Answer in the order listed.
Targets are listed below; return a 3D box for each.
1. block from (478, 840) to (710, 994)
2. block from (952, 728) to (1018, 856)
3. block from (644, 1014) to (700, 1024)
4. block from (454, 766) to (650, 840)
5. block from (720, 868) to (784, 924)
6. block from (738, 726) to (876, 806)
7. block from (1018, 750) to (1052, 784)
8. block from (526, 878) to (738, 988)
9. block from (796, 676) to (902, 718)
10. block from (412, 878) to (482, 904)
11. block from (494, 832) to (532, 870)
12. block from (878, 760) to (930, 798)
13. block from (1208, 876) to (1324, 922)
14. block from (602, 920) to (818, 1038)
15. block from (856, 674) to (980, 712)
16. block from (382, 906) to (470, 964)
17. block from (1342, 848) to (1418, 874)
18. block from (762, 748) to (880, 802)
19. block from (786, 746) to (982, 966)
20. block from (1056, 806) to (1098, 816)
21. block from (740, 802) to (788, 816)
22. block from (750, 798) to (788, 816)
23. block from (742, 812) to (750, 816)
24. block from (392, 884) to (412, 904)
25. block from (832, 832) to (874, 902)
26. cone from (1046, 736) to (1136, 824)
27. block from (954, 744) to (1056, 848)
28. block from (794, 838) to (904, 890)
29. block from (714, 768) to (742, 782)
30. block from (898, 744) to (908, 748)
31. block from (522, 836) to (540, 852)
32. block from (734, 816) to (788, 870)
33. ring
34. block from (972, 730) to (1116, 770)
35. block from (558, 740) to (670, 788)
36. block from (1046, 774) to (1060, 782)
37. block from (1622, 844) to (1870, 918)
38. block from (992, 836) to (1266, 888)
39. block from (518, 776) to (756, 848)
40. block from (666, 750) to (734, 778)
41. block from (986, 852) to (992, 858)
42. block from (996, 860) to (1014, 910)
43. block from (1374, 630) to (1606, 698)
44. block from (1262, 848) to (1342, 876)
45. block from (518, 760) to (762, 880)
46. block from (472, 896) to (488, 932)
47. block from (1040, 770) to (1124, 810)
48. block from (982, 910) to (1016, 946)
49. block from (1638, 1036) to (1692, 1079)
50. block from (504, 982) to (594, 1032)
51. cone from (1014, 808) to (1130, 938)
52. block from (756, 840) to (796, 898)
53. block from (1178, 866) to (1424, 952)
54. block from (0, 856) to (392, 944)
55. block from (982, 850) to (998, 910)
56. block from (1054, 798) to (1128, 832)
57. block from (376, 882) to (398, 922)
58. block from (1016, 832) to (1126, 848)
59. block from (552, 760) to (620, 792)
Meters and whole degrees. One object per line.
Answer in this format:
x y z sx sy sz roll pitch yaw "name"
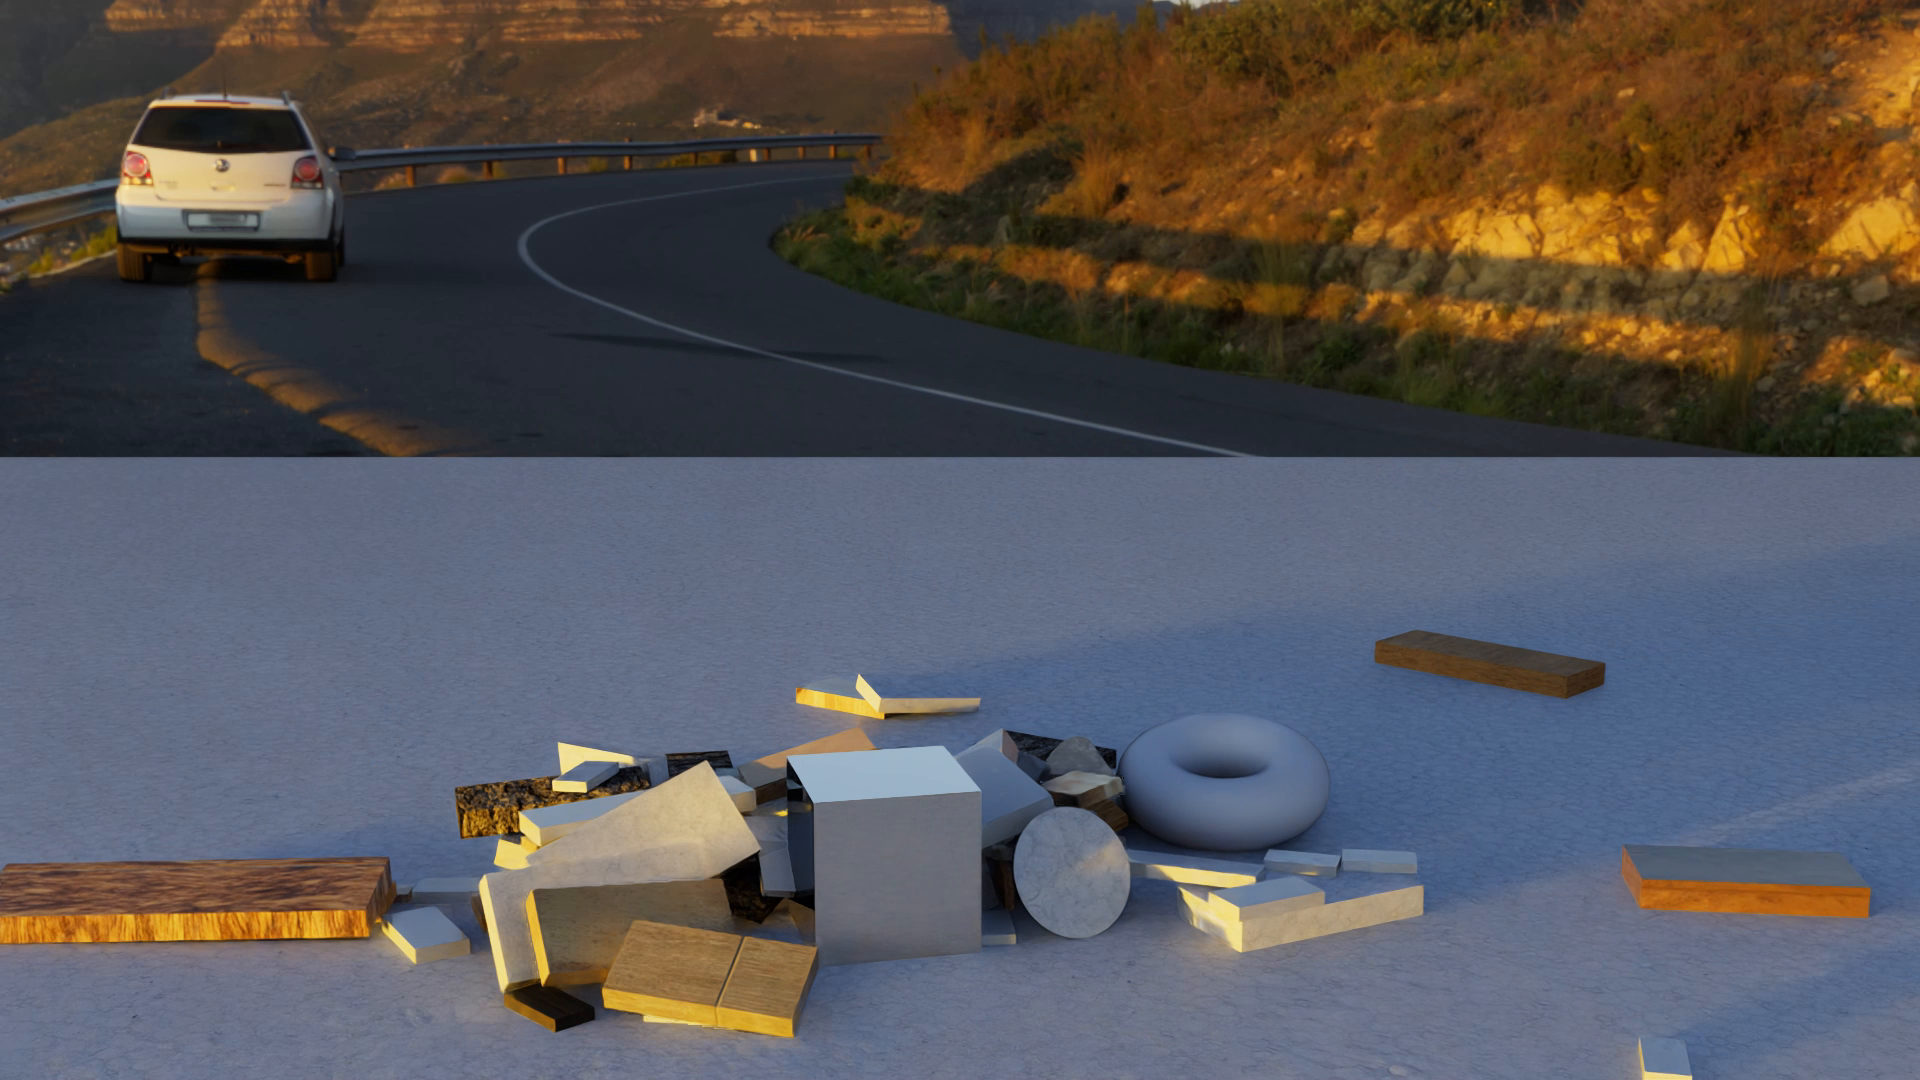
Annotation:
-0.541 0.568 3.335 0.339 0.170 0.048 -6 -25 -27 "block"
0.015 0.456 3.795 0.164 0.047 0.329 -32 17 14 "block"
-0.381 0.674 3.164 0.133 0.019 0.067 1 11 7 "block"
-0.682 0.439 3.690 0.314 0.044 0.157 -5 10 -15 "block"
-0.444 0.534 3.599 0.314 0.044 0.157 16 12 9 "block"
-0.264 0.392 3.820 0.226 0.032 0.113 -17 19 -13 "block"
0.113 0.412 3.923 0.017 0.062 0.123 28 -5 -32 "block"
-0.483 0.582 3.271 0.300 0.039 0.139 1 50 -28 "block"
-0.229 0.349 4.873 0.244 0.035 0.122 7 13 34 "block"
-0.831 0.582 3.656 0.141 0.020 0.071 0 11 -1 "block"
-0.592 0.535 3.637 0.314 0.044 0.157 16 12 5 "block"
-0.173 0.423 3.880 0.255 0.025 0.087 5 42 31 "block"
0.483 0.565 3.464 0.164 0.023 0.082 -6 12 -27 "block"
-0.355 0.627 3.151 0.278 0.039 0.139 7 36 10 "block"
-0.091 0.335 4.801 0.244 0.035 0.122 2 21 -28 "block"
-0.839 0.618 3.449 0.086 0.024 0.172 -6 12 -31 "block"
0.696 0.533 3.651 0.121 0.017 0.060 2 11 9 "block"
-0.253 0.424 3.867 0.226 0.032 0.113 -6 37 19 "block"
-0.124 0.494 3.477 0.260 0.260 0.260 -3 11 -13 "block"
0.159 0.467 3.766 0.138 0.020 0.069 3 -10 25 "block"
-0.222 0.477 3.765 0.328 0.047 0.164 -11 -20 35 "block"
-0.299 0.441 3.657 0.053 0.015 0.105 -14 -2 28 "block"
-0.282 0.507 3.640 0.167 0.024 0.084 12 49 -13 "block"
-0.961 0.588 3.644 0.099 0.014 0.050 -1 11 -7 "block"
-0.178 0.541 3.648 0.015 0.105 0.053 -20 3 20 "block"
0.266 0.482 4.011 0.195 0.195 0.195 25 -2 -28 "cone"
0.043 0.423 3.646 0.139 0.039 0.278 -21 19 -15 "block"
-0.247 0.553 3.753 0.302 0.043 0.151 0 11 -1 "block"
-0.288 0.461 4.003 0.329 0.047 0.164 0 11 0 "block"
-0.139 0.421 3.965 0.175 0.025 0.087 -18 28 -38 "block"
-0.631 0.478 3.519 0.124 0.018 0.062 -8 11 -32 "block"
-0.323 0.495 3.600 0.167 0.024 0.084 1 52 -22 "block"
0.479 0.437 4.003 0.388 0.129 0.388 -2 22 1 "ring"
0.168 0.434 4.410 0.260 0.037 0.130 7 13 33 "block"
-0.625 0.438 3.970 0.035 0.123 0.413 -8 4 -32 "block"
0.131 0.444 3.963 0.123 0.017 0.062 3 33 35 "block"
1.302 0.566 3.660 0.358 0.051 0.179 1 11 7 "block"
0.276 0.531 3.624 0.445 0.023 0.082 4 6 20 "block"
-0.522 0.439 3.574 0.365 0.032 0.113 -7 11 -27 "block"
-0.501 0.462 4.265 0.123 0.035 0.246 -2 11 -11 "block"
-0.067 0.514 3.963 0.151 0.043 0.301 -4 11 -21 "block"
0.075 0.567 3.638 0.016 0.056 0.112 -2 11 -5 "block"
1.238 0.287 5.159 0.502 0.051 0.179 10 14 42 "block"
0.567 0.535 3.643 0.121 0.017 0.060 3 11 17 "block"
-0.500 0.499 3.456 0.339 0.170 0.048 -27 -12 -31 "block"
-0.722 0.584 3.486 0.086 0.024 0.172 -10 4 -18 "block"
0.201 0.429 3.779 0.087 0.025 0.175 -19 6 -23 "block"
0.055 0.615 3.492 0.056 0.016 0.112 -1 11 -4 "block"
0.957 0.708 2.985 0.060 0.017 0.121 3 11 13 "block"
-0.593 0.673 3.171 0.067 0.019 0.133 -10 14 -43 "block"
0.135 0.558 3.584 0.209 0.209 0.209 -5 -15 -27 "cone"
-0.299 0.529 3.541 0.053 0.015 0.105 6 39 -20 "block"
0.552 0.584 3.561 0.358 0.051 0.179 -6 12 -27 "block"
-1.240 0.575 3.514 0.620 0.048 0.170 -1 21 -1 "block"
0.026 0.549 3.587 0.016 0.112 0.056 -17 -1 36 "block"
0.216 0.466 3.833 0.082 0.023 0.164 -22 31 -20 "block"
-1.113 0.585 3.584 0.369 0.024 0.086 1 21 3 "block"
0.181 0.501 3.715 0.196 0.020 0.069 6 -10 8 "block"
-0.632 0.399 3.720 0.062 0.018 0.124 1 11 17 "block"
